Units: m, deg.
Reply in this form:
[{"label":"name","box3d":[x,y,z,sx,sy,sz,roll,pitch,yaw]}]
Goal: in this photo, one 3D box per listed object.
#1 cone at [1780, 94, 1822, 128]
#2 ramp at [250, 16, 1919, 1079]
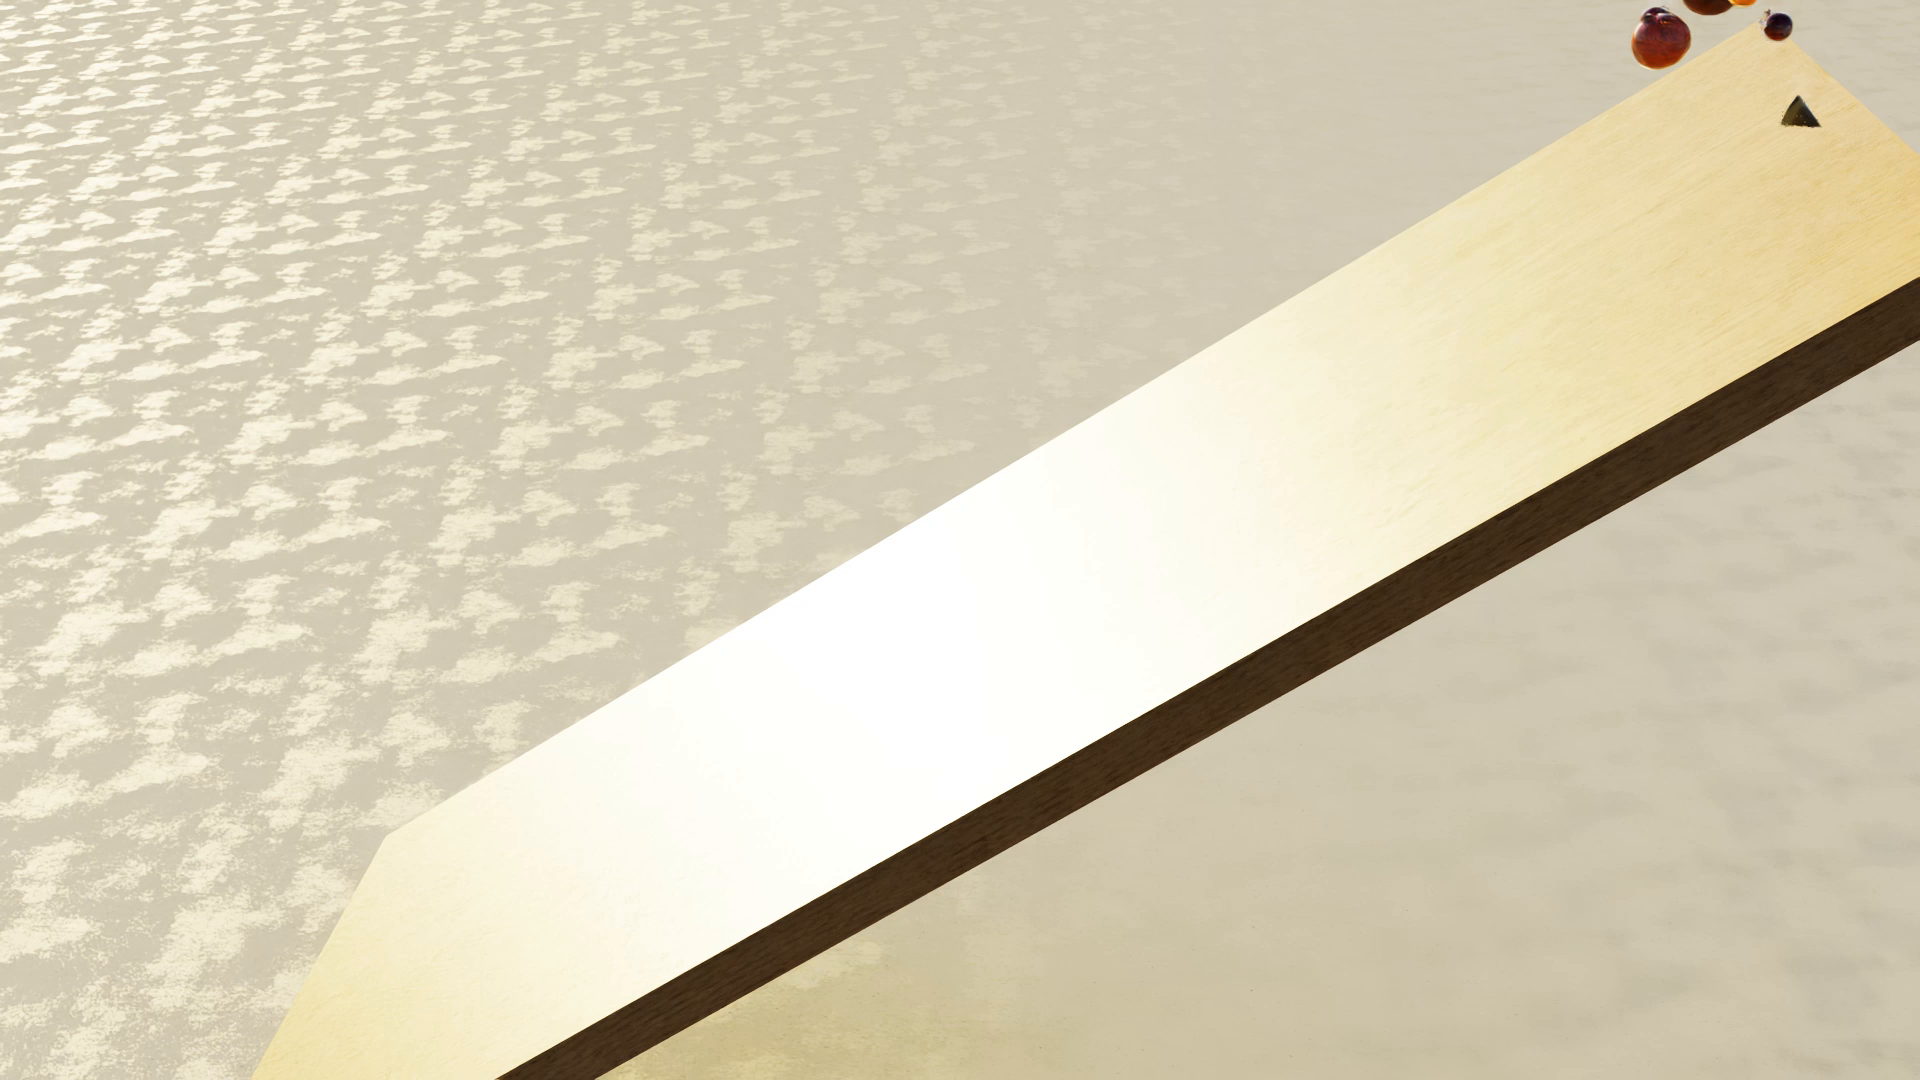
[{"label":"cone","box3d":[1.593,-0.793,5.535,0.067,0.067,0.067,34,32,19]},{"label":"ramp","box3d":[0.140,0.170,6.294,4.000,0.100,2.000,-31,15,14]}]
